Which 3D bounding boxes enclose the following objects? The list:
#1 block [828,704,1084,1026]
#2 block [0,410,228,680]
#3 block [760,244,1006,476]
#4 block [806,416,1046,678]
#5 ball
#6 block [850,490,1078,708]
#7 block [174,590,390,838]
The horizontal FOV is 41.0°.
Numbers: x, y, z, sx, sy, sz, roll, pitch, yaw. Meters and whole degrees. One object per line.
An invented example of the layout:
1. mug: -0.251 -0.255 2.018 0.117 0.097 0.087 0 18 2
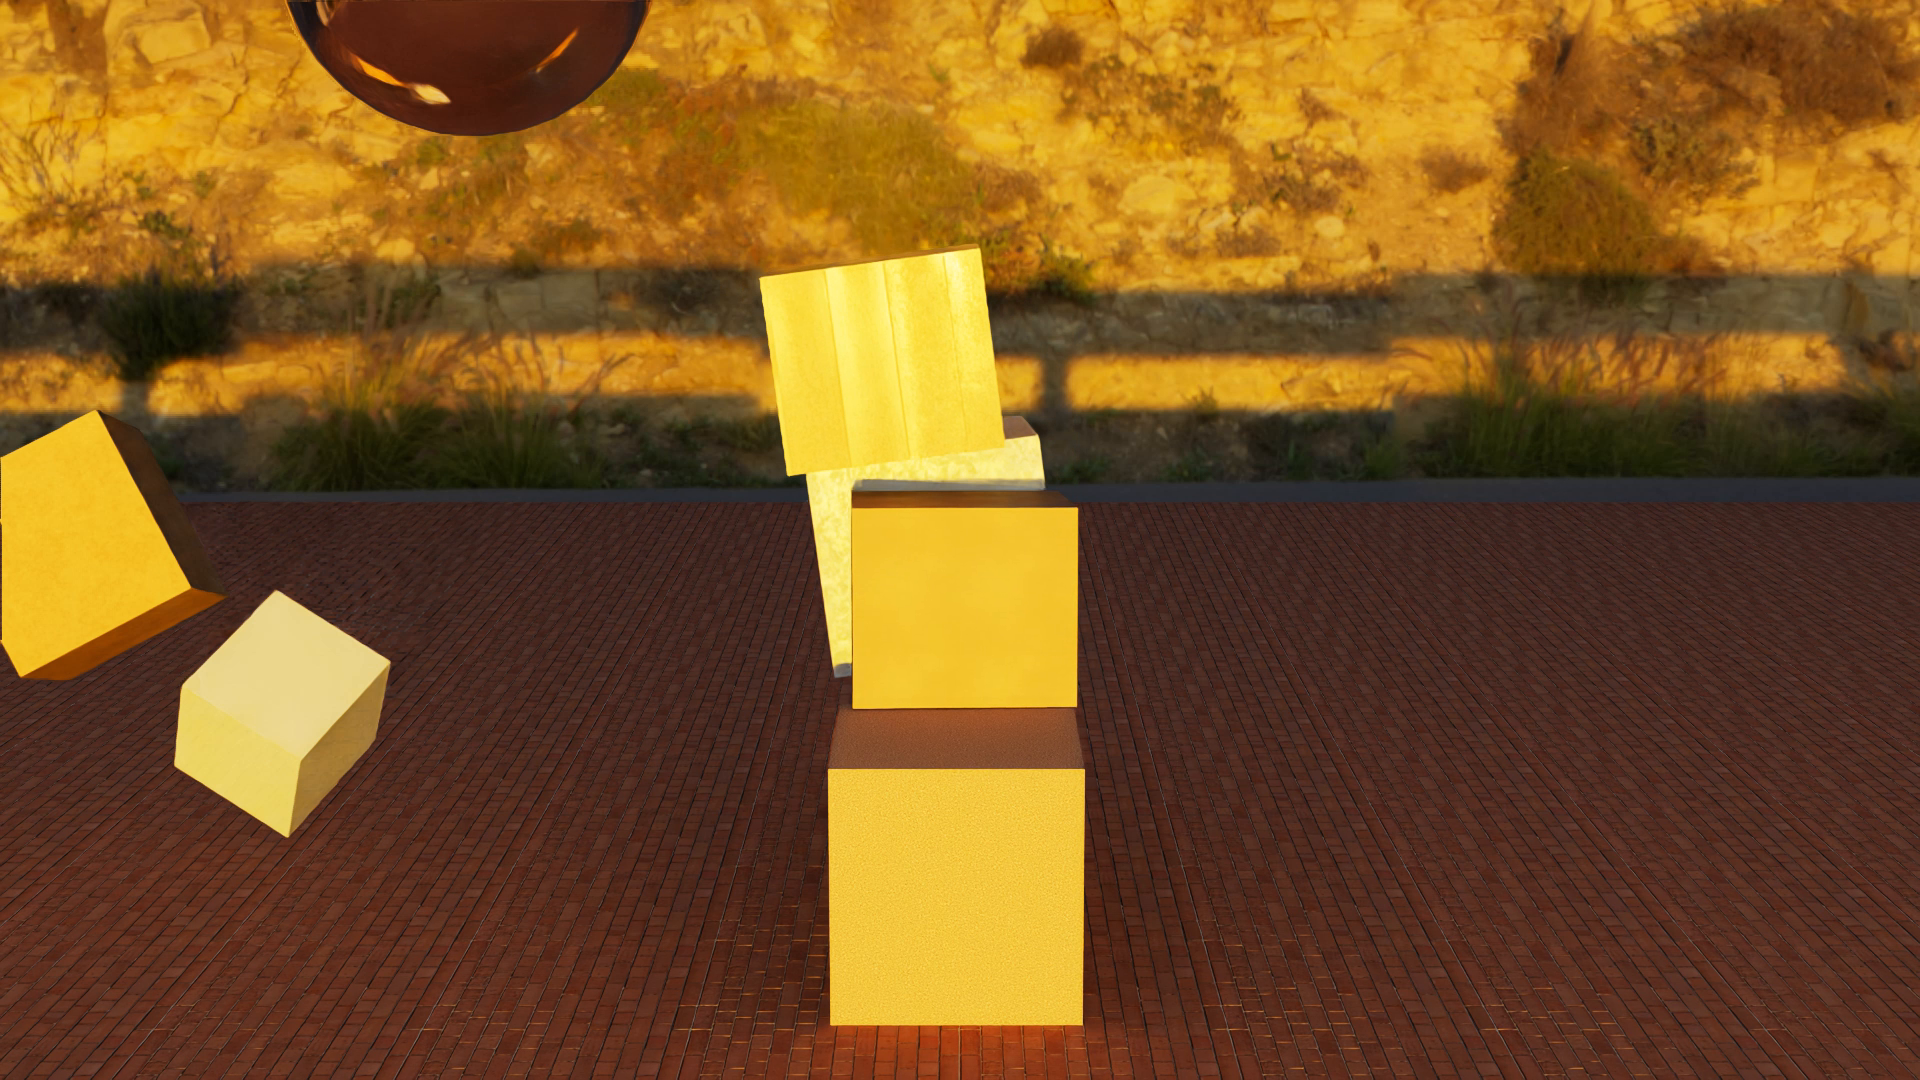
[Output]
1. block: -0.013 1.239 9.987 0.942 0.989 0.985 0 10 0
2. block: -4.027 0.040 11.778 0.832 0.905 0.813 -28 -2 -6
3. block: -0.325 -0.802 11.168 0.927 0.840 0.826 -7 8 1
4. block: -0.130 0.006 11.652 1.019 0.934 1.010 -8 8 -2
5. ball: -2.055 -2.495 10.727 1.600 1.600 1.600 0 10 0
6. block: -0.001 0.230 10.703 0.900 0.804 0.896 0 6 -3
7. block: -3.103 0.796 11.748 0.632 0.667 0.673 31 49 5
